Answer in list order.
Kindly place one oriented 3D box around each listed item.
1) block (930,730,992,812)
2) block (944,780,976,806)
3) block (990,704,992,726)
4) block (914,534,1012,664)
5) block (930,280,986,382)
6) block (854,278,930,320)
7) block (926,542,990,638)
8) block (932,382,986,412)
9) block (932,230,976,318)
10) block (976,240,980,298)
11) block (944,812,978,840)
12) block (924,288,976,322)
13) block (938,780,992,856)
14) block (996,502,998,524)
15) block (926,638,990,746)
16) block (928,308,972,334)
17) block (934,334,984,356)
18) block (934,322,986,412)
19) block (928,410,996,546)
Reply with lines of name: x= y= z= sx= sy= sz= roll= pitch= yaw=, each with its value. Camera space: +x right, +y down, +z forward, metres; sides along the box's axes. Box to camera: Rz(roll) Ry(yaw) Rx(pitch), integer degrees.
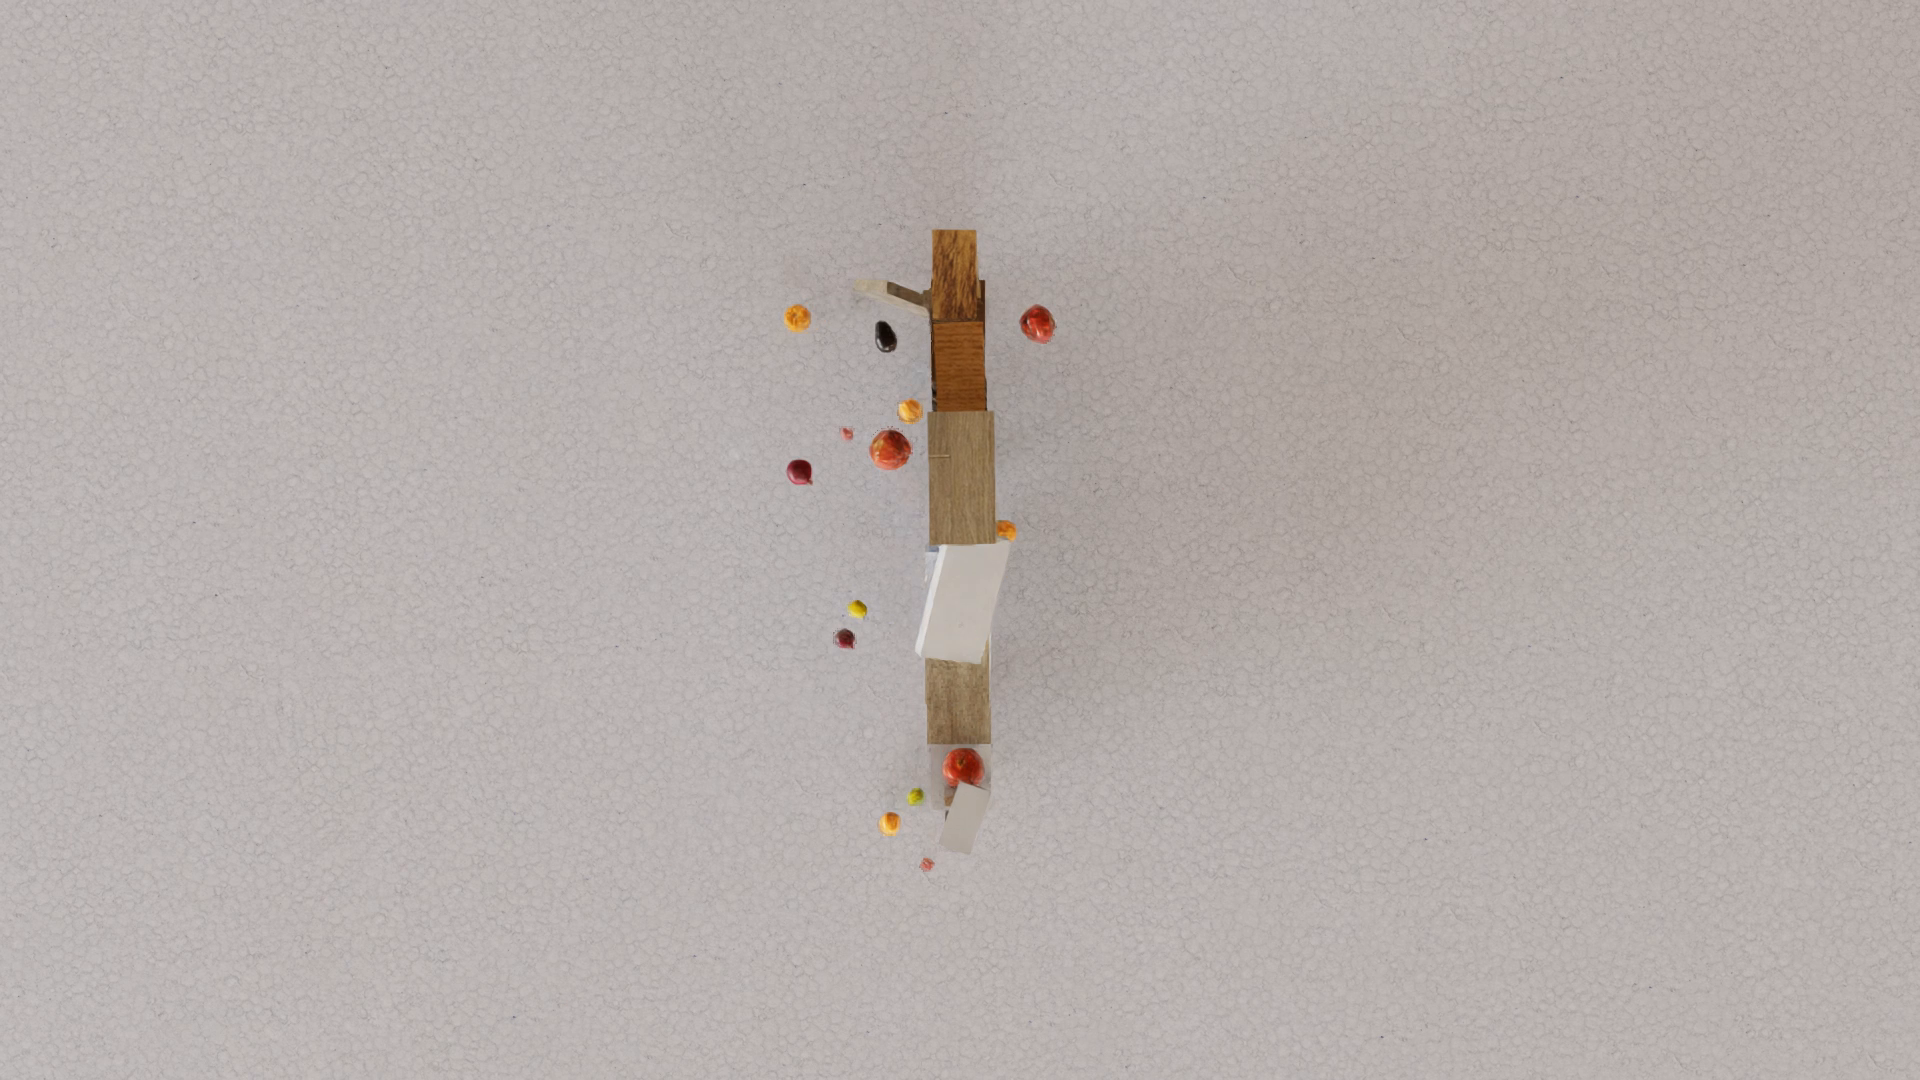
block: x=0.003 y=0.582 z=4.587 sx=0.167 sy=0.047 sz=0.335 roll=-1 pitch=89 yaw=0
block: x=0.002 y=0.688 z=4.473 sx=0.089 sy=0.177 sz=0.025 roll=-10 pitch=91 yaw=0
block: x=0.004 y=0.477 z=4.781 sx=0.167 sy=0.335 sz=0.047 roll=-1 pitch=98 yaw=0
block: x=0.007 y=0.149 z=4.375 sx=0.174 sy=0.049 sz=0.348 roll=9 pitch=105 yaw=-21
block: x=-0.005 y=-0.637 z=5.136 sx=0.170 sy=0.048 sz=0.340 roll=0 pitch=90 yaw=0
block: x=-0.143 y=-0.710 z=4.914 sx=0.124 sy=0.397 sz=0.035 roll=11 pitch=89 yaw=36
block: x=-0.003 y=0.211 z=4.529 sx=0.174 sy=0.049 sz=0.459 roll=-1 pitch=122 yaw=-1
block: x=-0.002 y=-0.302 z=4.790 sx=0.157 sy=0.044 sz=0.314 roll=0 pitch=90 yaw=0
block: x=-0.016 y=-0.714 z=4.434 sx=0.117 sy=0.033 sz=0.234 roll=0 pitch=95 yaw=-1
block: x=-0.006 y=-0.776 z=4.778 sx=0.117 sy=0.667 sz=0.033 roll=-17 pitch=85 yaw=0
block: x=0.002 y=0.781 z=4.759 sx=0.089 sy=0.744 sz=0.025 roll=1 pitch=91 yaw=0
block: x=-0.018 y=-0.610 z=4.715 sx=0.124 sy=0.035 sz=0.248 roll=-13 pitch=73 yaw=0
block: x=0.013 y=0.736 z=4.373 sx=0.089 sy=0.025 sz=0.177 roll=19 pitch=91 yaw=-1
block: x=0.011 y=-0.055 z=4.359 sx=0.165 sy=0.463 sz=0.047 roll=0 pitch=86 yaw=-1
block: x=-0.007 y=0.384 z=4.506 sx=0.174 sy=0.049 sz=0.348 roll=-1 pitch=101 yaw=-1
block: x=-0.025 y=-0.619 z=4.577 sx=0.117 sy=0.234 sz=0.033 roll=-14 pitch=88 yaw=-1
block: x=-0.005 y=-0.533 z=4.502 sx=0.126 sy=0.333 sz=0.036 roll=-16 pitch=94 yaw=-1
block: x=0.000 y=-0.441 z=4.321 sx=0.126 sy=0.036 sz=0.253 roll=-2 pitch=93 yaw=-1
block: x=0.004 y=-0.153 z=4.103 sx=0.165 sy=0.047 sz=0.330 roll=-1 pitch=90 yaw=-1
